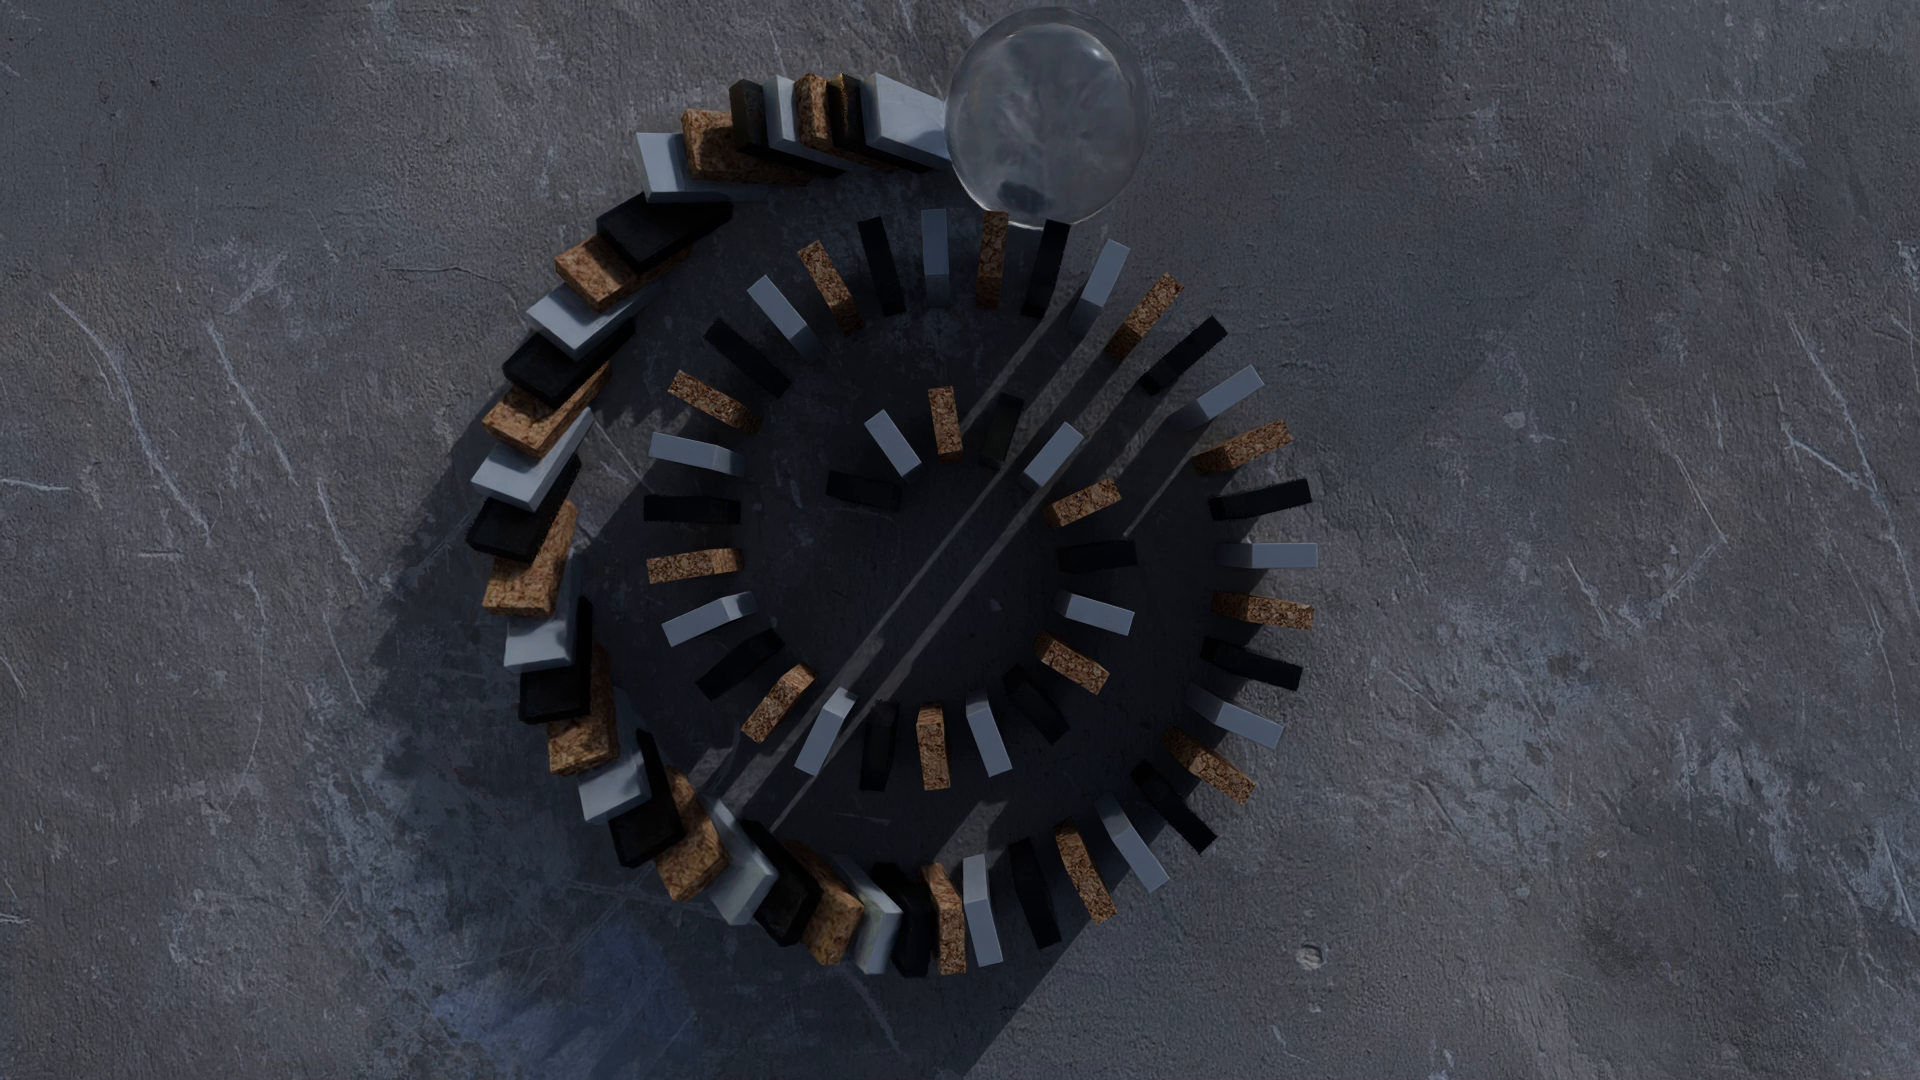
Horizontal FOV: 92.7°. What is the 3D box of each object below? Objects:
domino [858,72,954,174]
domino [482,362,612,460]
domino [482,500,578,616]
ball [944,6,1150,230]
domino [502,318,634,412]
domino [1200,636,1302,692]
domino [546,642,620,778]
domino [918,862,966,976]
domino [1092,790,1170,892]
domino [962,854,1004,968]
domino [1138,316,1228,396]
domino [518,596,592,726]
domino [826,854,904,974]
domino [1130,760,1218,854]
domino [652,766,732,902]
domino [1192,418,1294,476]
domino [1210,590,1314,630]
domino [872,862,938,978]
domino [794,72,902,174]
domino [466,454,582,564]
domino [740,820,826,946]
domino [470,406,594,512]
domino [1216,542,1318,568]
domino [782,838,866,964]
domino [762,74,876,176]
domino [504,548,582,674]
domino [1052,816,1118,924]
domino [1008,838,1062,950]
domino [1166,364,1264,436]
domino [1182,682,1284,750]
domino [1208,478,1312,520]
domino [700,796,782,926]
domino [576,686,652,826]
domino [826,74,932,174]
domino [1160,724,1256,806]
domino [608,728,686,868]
[{"bbox_3d":[-0.019,-0.171,0.378,0.009,0.050,0.025,-6,90,42],"label":"domino"},{"bbox_3d":[-0.172,-0.060,0.384,0.025,0.010,0.050,28,63,0],"label":"domino"},{"bbox_3d":[-0.180,0.007,0.384,0.025,0.010,0.050,1,63,0],"label":"domino"},{"bbox_3d":[0.034,-0.164,0.360,0.080,0.080,0.080,0,90,0],"label":"ball"},{"bbox_3d":[-0.163,-0.080,0.384,0.025,0.009,0.050,33,63,0],"label":"domino"},{"bbox_3d":[0.118,0.050,0.375,0.025,0.050,0.009,16,90,0],"label":"domino"},{"bbox_3d":[-0.159,0.071,0.384,0.025,0.009,0.050,-19,62,0],"label":"domino"},{"bbox_3d":[-0.008,0.153,0.375,0.009,0.050,0.025,-1,90,-12],"label":"domino"},{"bbox_3d":[0.069,0.122,0.375,0.009,0.050,0.025,-35,90,0],"label":"domino"},{"bbox_3d":[0.009,0.150,0.375,0.009,0.050,0.025,-14,90,0],"label":"domino"},{"bbox_3d":[0.090,-0.074,0.375,0.025,0.050,0.009,-41,90,0],"label":"domino"},{"bbox_3d":[-0.169,0.050,0.384,0.025,0.010,0.050,-10,62,0],"label":"domino"},{"bbox_3d":[-0.043,0.152,0.377,0.009,0.050,0.025,18,90,-35],"label":"domino"},{"bbox_3d":[0.086,0.108,0.375,0.010,0.050,0.025,-45,90,0],"label":"domino"},{"bbox_3d":[-0.118,0.122,0.383,0.025,0.009,0.050,-43,58,0],"label":"domino"},{"bbox_3d":[0.114,-0.037,0.375,0.025,0.050,0.010,-25,90,0],"label":"domino"},{"bbox_3d":[0.122,0.028,0.375,0.025,0.050,0.010,8,90,0],"label":"domino"},{"bbox_3d":[-0.025,0.154,0.375,0.009,0.050,0.025,10,90,-24],"label":"domino"},{"bbox_3d":[-0.044,-0.171,0.378,0.009,0.050,0.025,-6,90,42],"label":"domino"},{"bbox_3d":[-0.182,-0.016,0.384,0.025,0.010,0.050,14,63,0],"label":"domino"},{"bbox_3d":[-0.080,0.141,0.380,0.050,0.009,0.025,28,90,40],"label":"domino"},{"bbox_3d":[-0.178,-0.038,0.384,0.025,0.009,0.050,20,63,0],"label":"domino"},{"bbox_3d":[0.124,0.006,0.375,0.025,0.050,0.010,0,90,0],"label":"domino"},{"bbox_3d":[-0.061,0.148,0.379,0.010,0.050,0.025,25,90,-44],"label":"domino"},{"bbox_3d":[-0.057,-0.170,0.378,0.010,0.050,0.025,-6,90,42],"label":"domino"},{"bbox_3d":[-0.174,0.029,0.384,0.025,0.009,0.050,-8,63,0],"label":"domino"},{"bbox_3d":[0.050,0.134,0.375,0.009,0.050,0.025,-28,90,0],"label":"domino"},{"bbox_3d":[0.030,0.143,0.375,0.010,0.050,0.025,-22,90,0],"label":"domino"},{"bbox_3d":[0.103,-0.056,0.375,0.025,0.050,0.009,-33,90,0],"label":"domino"},{"bbox_3d":[0.110,0.071,0.375,0.025,0.050,0.010,23,90,0],"label":"domino"},{"bbox_3d":[0.121,-0.016,0.375,0.025,0.050,0.010,-14,90,0],"label":"domino"},{"bbox_3d":[-0.099,0.133,0.382,0.050,0.009,0.025,35,90,35],"label":"domino"},{"bbox_3d":[-0.148,0.090,0.384,0.025,0.010,0.050,-26,61,0],"label":"domino"},{"bbox_3d":[-0.031,-0.171,0.378,0.009,0.050,0.025,-6,90,42],"label":"domino"},{"bbox_3d":[0.100,0.091,0.375,0.025,0.050,0.009,33,90,0],"label":"domino"},{"bbox_3d":[-0.135,0.108,0.383,0.025,0.010,0.050,-32,59,0],"label":"domino"}]
